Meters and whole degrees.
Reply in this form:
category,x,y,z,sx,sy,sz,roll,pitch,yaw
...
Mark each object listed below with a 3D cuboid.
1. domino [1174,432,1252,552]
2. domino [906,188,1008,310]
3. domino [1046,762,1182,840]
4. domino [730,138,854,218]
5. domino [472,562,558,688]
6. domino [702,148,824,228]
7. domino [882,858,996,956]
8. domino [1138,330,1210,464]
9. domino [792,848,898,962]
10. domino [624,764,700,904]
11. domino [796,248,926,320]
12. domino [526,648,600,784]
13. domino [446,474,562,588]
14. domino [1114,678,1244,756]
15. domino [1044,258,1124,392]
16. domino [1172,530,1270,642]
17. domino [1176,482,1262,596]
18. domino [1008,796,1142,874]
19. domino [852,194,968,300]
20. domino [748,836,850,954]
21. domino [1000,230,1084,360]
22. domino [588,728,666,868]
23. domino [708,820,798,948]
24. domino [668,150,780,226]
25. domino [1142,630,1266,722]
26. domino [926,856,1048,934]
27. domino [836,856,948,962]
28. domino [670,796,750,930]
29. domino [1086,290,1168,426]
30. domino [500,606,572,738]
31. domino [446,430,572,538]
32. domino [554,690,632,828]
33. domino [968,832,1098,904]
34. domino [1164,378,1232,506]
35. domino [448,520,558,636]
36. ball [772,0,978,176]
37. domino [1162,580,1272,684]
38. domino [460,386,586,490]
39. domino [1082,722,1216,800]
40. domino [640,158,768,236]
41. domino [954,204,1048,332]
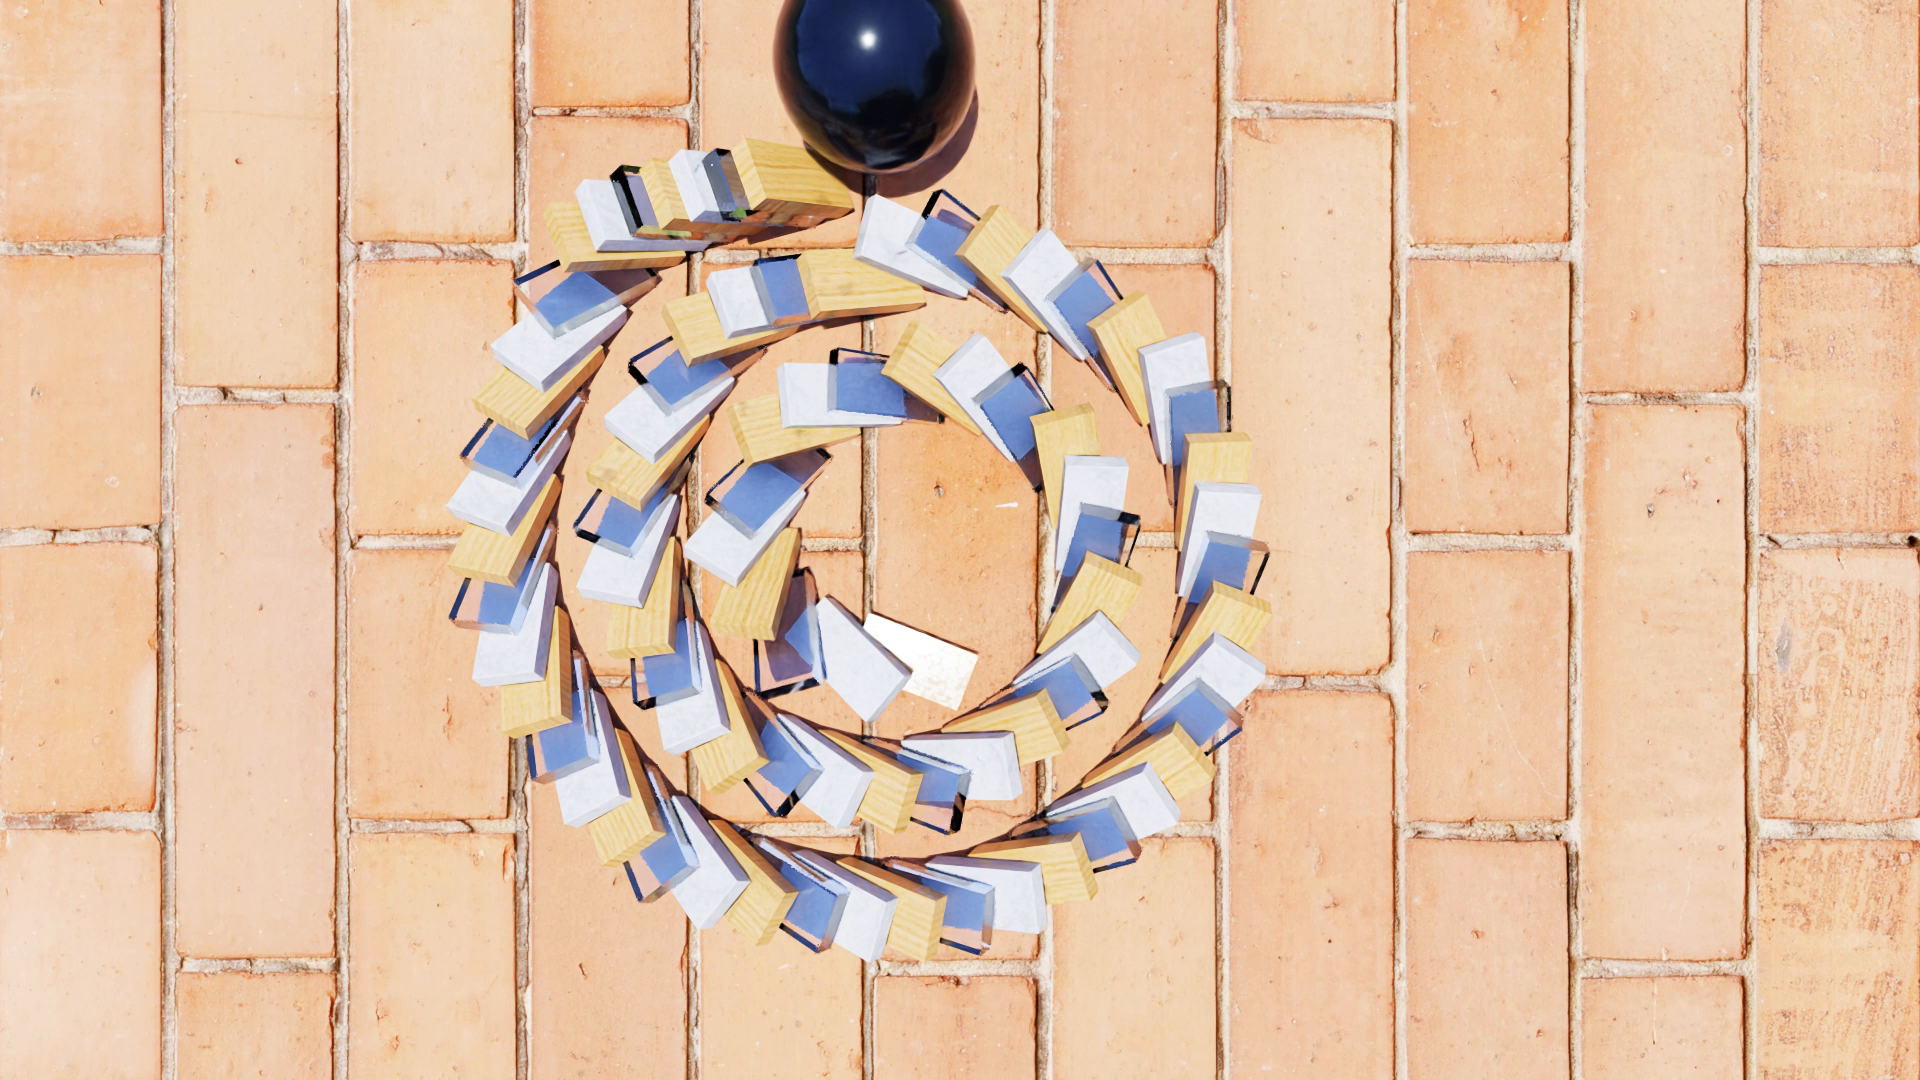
category,x,y,z,sx,sy,sz,roll,pitch,yaw
domino,0.105,-0.020,0.384,0.025,0.010,0.050,-2,120,0
domino,0.005,-0.120,0.383,0.050,0.009,0.025,28,89,-30
domino,0.064,0.114,0.384,0.050,0.010,0.025,-33,90,29
domino,-0.068,-0.148,0.377,0.009,0.050,0.025,-20,90,38
domino,-0.185,0.035,0.383,0.025,0.009,0.050,-7,60,0
domino,-0.080,-0.144,0.377,0.010,0.050,0.025,-20,90,38
domino,-0.010,0.153,0.383,0.050,0.010,0.025,4,90,30
domino,0.092,-0.059,0.383,0.025,0.010,0.050,-17,120,0
domino,-0.052,0.152,0.384,0.050,0.010,0.025,16,90,29
domino,-0.131,0.122,0.384,0.025,0.010,0.050,-37,60,0
domino,-0.041,-0.108,0.383,0.050,0.009,0.025,-14,89,-32
domino,-0.168,0.073,0.384,0.025,0.010,0.050,-22,61,0
domino,-0.190,-0.007,0.384,0.025,0.010,0.050,11,61,0
domino,0.091,0.082,0.383,0.025,0.009,0.050,42,120,0
domino,0.060,-0.090,0.384,0.025,0.009,0.050,-43,119,0
domino,0.108,0.022,0.384,0.025,0.009,0.050,12,120,0
domino,0.107,0.001,0.384,0.025,0.009,0.050,3,120,0
domino,0.048,0.127,0.384,0.050,0.009,0.025,-28,90,30
domino,-0.018,-0.122,0.384,0.050,0.010,0.025,14,90,-29
domino,-0.072,0.148,0.384,0.050,0.009,0.025,19,90,29
domino,0.043,-0.102,0.384,0.025,0.009,0.050,-49,119,0
domino,-0.144,0.107,0.384,0.025,0.009,0.050,-34,60,0
domino,-0.093,0.143,0.383,0.050,0.010,0.025,30,90,30
domino,-0.093,-0.144,0.377,0.010,0.050,0.025,-20,91,38
domino,0.101,0.064,0.383,0.025,0.010,0.050,34,120,0
domino,0.011,0.148,0.383,0.050,0.010,0.025,-7,90,30
domino,-0.031,0.154,0.384,0.050,0.010,0.025,10,90,30
domino,-0.112,0.134,0.383,0.050,0.009,0.025,40,90,30
domino,0.075,-0.076,0.383,0.025,0.010,0.050,-34,120,0
domino,-0.177,0.055,0.384,0.025,0.009,0.050,-16,60,0
domino,-0.188,-0.028,0.384,0.025,0.009,0.050,20,61,0
domino,-0.157,0.091,0.384,0.025,0.010,0.050,-28,61,0
domino,0.030,0.139,0.383,0.050,0.009,0.025,-19,90,30
domino,0.100,-0.040,0.383,0.025,0.010,0.050,-10,120,0
domino,-0.190,0.014,0.384,0.025,0.009,0.050,7,60,0
ball,-0.033,-0.186,0.360,0.080,0.080,0.080,0,90,0
domino,0.106,0.043,0.383,0.025,0.010,0.050,21,121,0
domino,-0.182,-0.047,0.384,0.025,0.009,0.050,22,61,0
domino,0.078,0.099,0.384,0.050,0.009,0.025,-40,90,30
domino,-0.104,-0.141,0.377,0.010,0.050,0.025,-20,90,38
domino,0.025,-0.113,0.384,0.050,0.009,0.025,36,89,-29
